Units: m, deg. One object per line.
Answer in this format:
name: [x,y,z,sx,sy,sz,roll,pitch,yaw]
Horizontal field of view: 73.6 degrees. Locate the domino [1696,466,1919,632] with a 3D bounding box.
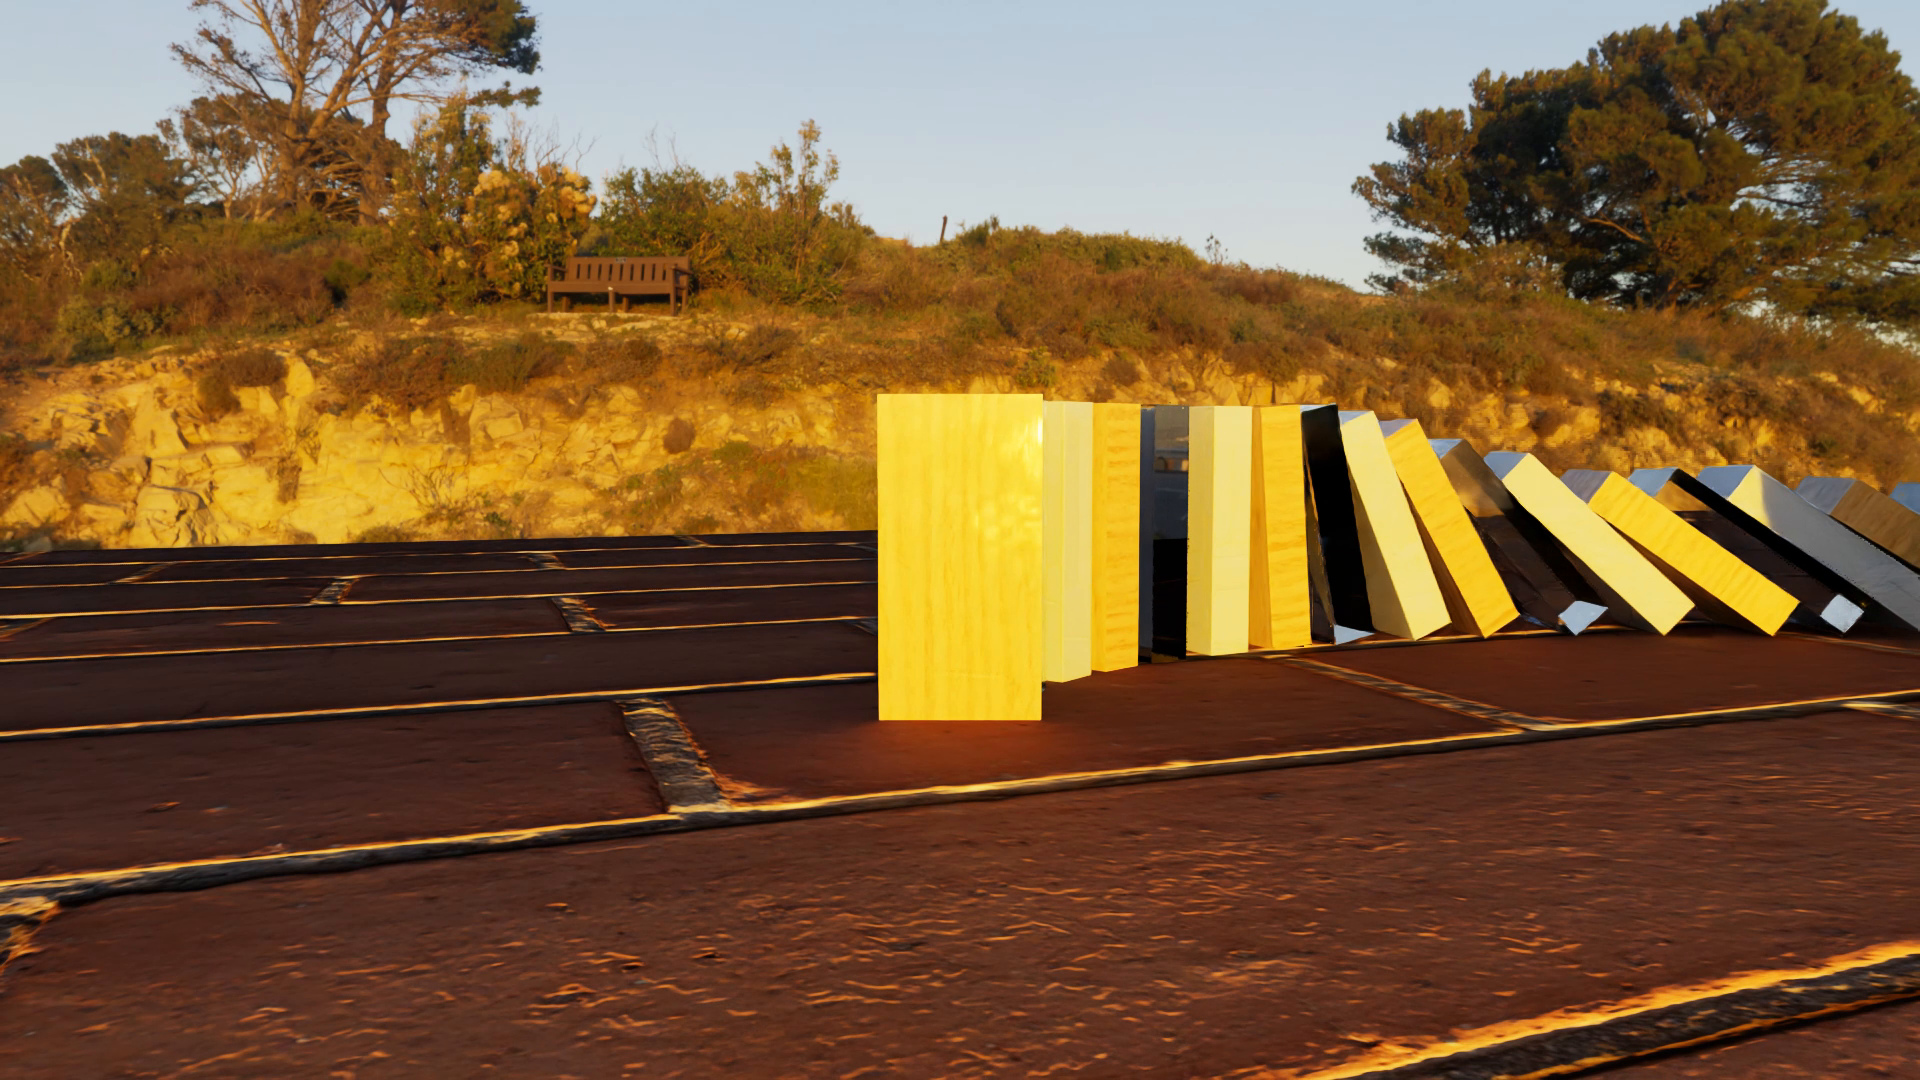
domino: [0.195,0.001,0.295,0.050,0.009,0.025,36,7,5]

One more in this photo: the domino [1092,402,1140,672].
domino: [0.022,-0.001,0.250,0.010,0.050,0.025,-4,6,-43]

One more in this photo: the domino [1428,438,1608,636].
domino: [0.123,-0.001,0.295,0.009,0.050,0.025,-41,3,3]

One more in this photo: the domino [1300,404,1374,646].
domino: [0.075,-0.004,0.281,0.009,0.050,0.025,-14,8,-16]

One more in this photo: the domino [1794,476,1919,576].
domino: [0.216,0.003,0.290,0.050,0.010,0.025,34,10,7]

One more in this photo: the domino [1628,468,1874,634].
domino: [0.179,0.002,0.297,0.050,0.010,0.025,36,7,5]

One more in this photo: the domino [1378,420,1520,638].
domino: [0.105,-0.003,0.291,0.010,0.050,0.025,-32,8,-6]

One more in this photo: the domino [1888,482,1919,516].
domino: [0.236,0.004,0.286,0.050,0.010,0.025,32,9,7]

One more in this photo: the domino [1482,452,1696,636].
domino: [0.142,0.000,0.297,0.050,0.010,0.025,42,6,0]

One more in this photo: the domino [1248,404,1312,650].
domino: [0.063,-0.003,0.276,0.010,0.050,0.025,-7,6,-21]

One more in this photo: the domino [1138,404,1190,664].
domino: [0.034,-0.002,0.260,0.009,0.050,0.025,-3,5,-36]

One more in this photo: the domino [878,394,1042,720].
domino: [0.000,0.002,0.201,0.025,0.050,0.010,0,4,0]

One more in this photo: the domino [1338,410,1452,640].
domino: [0.090,-0.004,0.287,0.009,0.050,0.025,-25,9,-10]

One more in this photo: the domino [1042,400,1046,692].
domino: [0.002,0.001,0.220,0.025,0.050,0.009,1,4,13]

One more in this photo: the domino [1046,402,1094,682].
domino: [0.011,0.000,0.239,0.025,0.050,0.009,3,5,38]

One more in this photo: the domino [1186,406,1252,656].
domino: [0.049,-0.003,0.269,0.010,0.050,0.025,-2,5,-28]

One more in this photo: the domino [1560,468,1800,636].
domino: [0.163,0.002,0.296,0.050,0.010,0.025,35,6,1]
